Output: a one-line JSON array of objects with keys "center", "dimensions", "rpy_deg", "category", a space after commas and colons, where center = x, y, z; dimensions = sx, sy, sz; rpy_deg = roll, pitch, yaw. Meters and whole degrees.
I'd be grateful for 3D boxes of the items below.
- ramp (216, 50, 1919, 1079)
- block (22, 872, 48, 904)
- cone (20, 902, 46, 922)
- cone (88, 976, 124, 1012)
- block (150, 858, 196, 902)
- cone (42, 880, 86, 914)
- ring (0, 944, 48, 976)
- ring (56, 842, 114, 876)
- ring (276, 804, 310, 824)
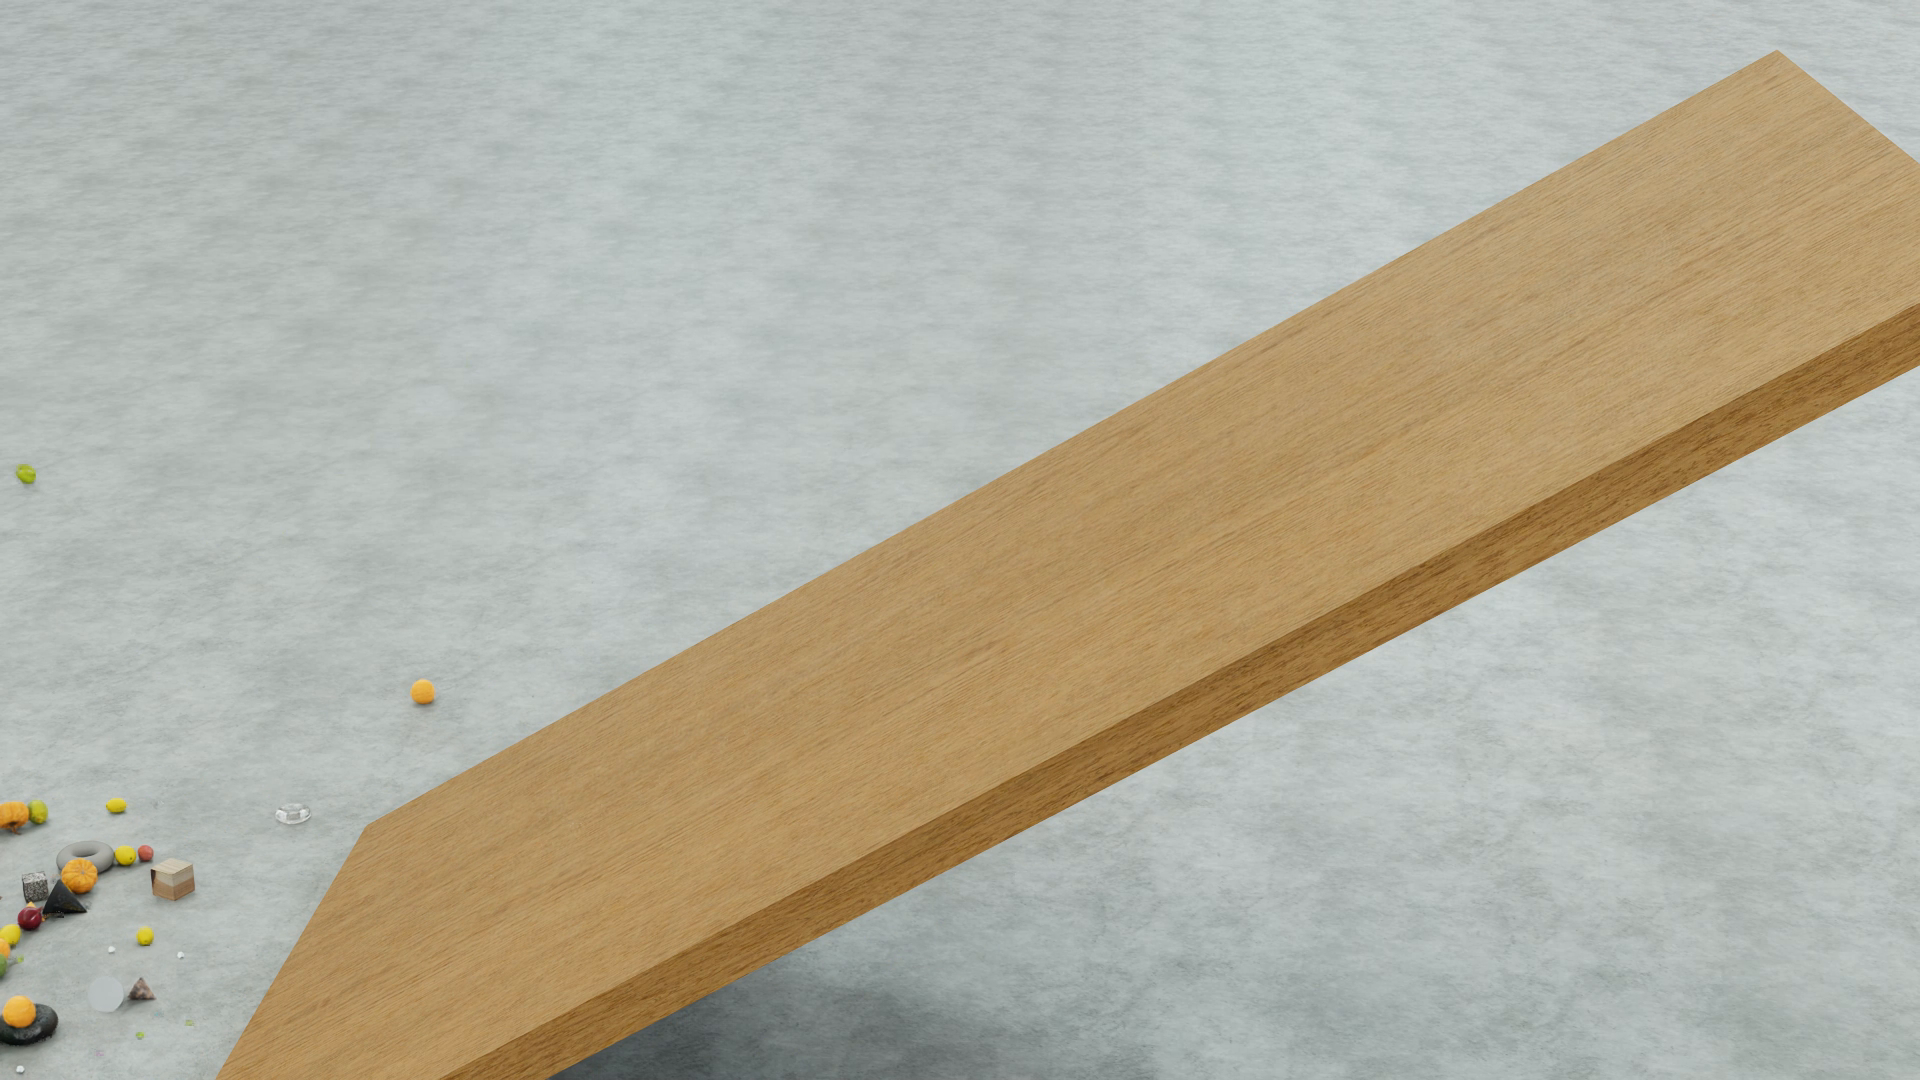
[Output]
[{"center": [0.142, 0.168, 6.286], "dimensions": [4.000, 0.100, 2.000], "rpy_deg": [-29, 15, 12], "category": "ramp"}, {"center": [-2.335, 0.877, 7.427], "dimensions": [0.056, 0.056, 0.056], "rpy_deg": [-8, 21, -23], "category": "block"}, {"center": [-2.295, 0.935, 7.303], "dimensions": [0.056, 0.056, 0.056], "rpy_deg": [28, 20, -2], "category": "cone"}, {"center": [-1.993, 1.065, 6.903], "dimensions": [0.085, 0.085, 0.085], "rpy_deg": [0, -8, 0], "category": "cone"}, {"center": [-1.993, 0.860, 7.448], "dimensions": [0.074, 0.074, 0.074], "rpy_deg": [10, 21, 28], "category": "block"}, {"center": [-2.224, 0.910, 7.346], "dimensions": [0.098, 0.098, 0.098], "rpy_deg": [25, 17, -8], "category": "cone"}, {"center": [-2.271, 1.018, 7.094], "dimensions": [0.143, 0.048, 0.143], "rpy_deg": [3, 20, -1], "category": "ring"}, {"center": [-2.259, 0.822, 7.597], "dimensions": [0.146, 0.049, 0.146], "rpy_deg": [1, 20, 0], "category": "ring"}, {"center": [-1.788, 0.732, 7.887], "dimensions": [0.094, 0.031, 0.094], "rpy_deg": [1, 18, 0], "category": "ring"}]
